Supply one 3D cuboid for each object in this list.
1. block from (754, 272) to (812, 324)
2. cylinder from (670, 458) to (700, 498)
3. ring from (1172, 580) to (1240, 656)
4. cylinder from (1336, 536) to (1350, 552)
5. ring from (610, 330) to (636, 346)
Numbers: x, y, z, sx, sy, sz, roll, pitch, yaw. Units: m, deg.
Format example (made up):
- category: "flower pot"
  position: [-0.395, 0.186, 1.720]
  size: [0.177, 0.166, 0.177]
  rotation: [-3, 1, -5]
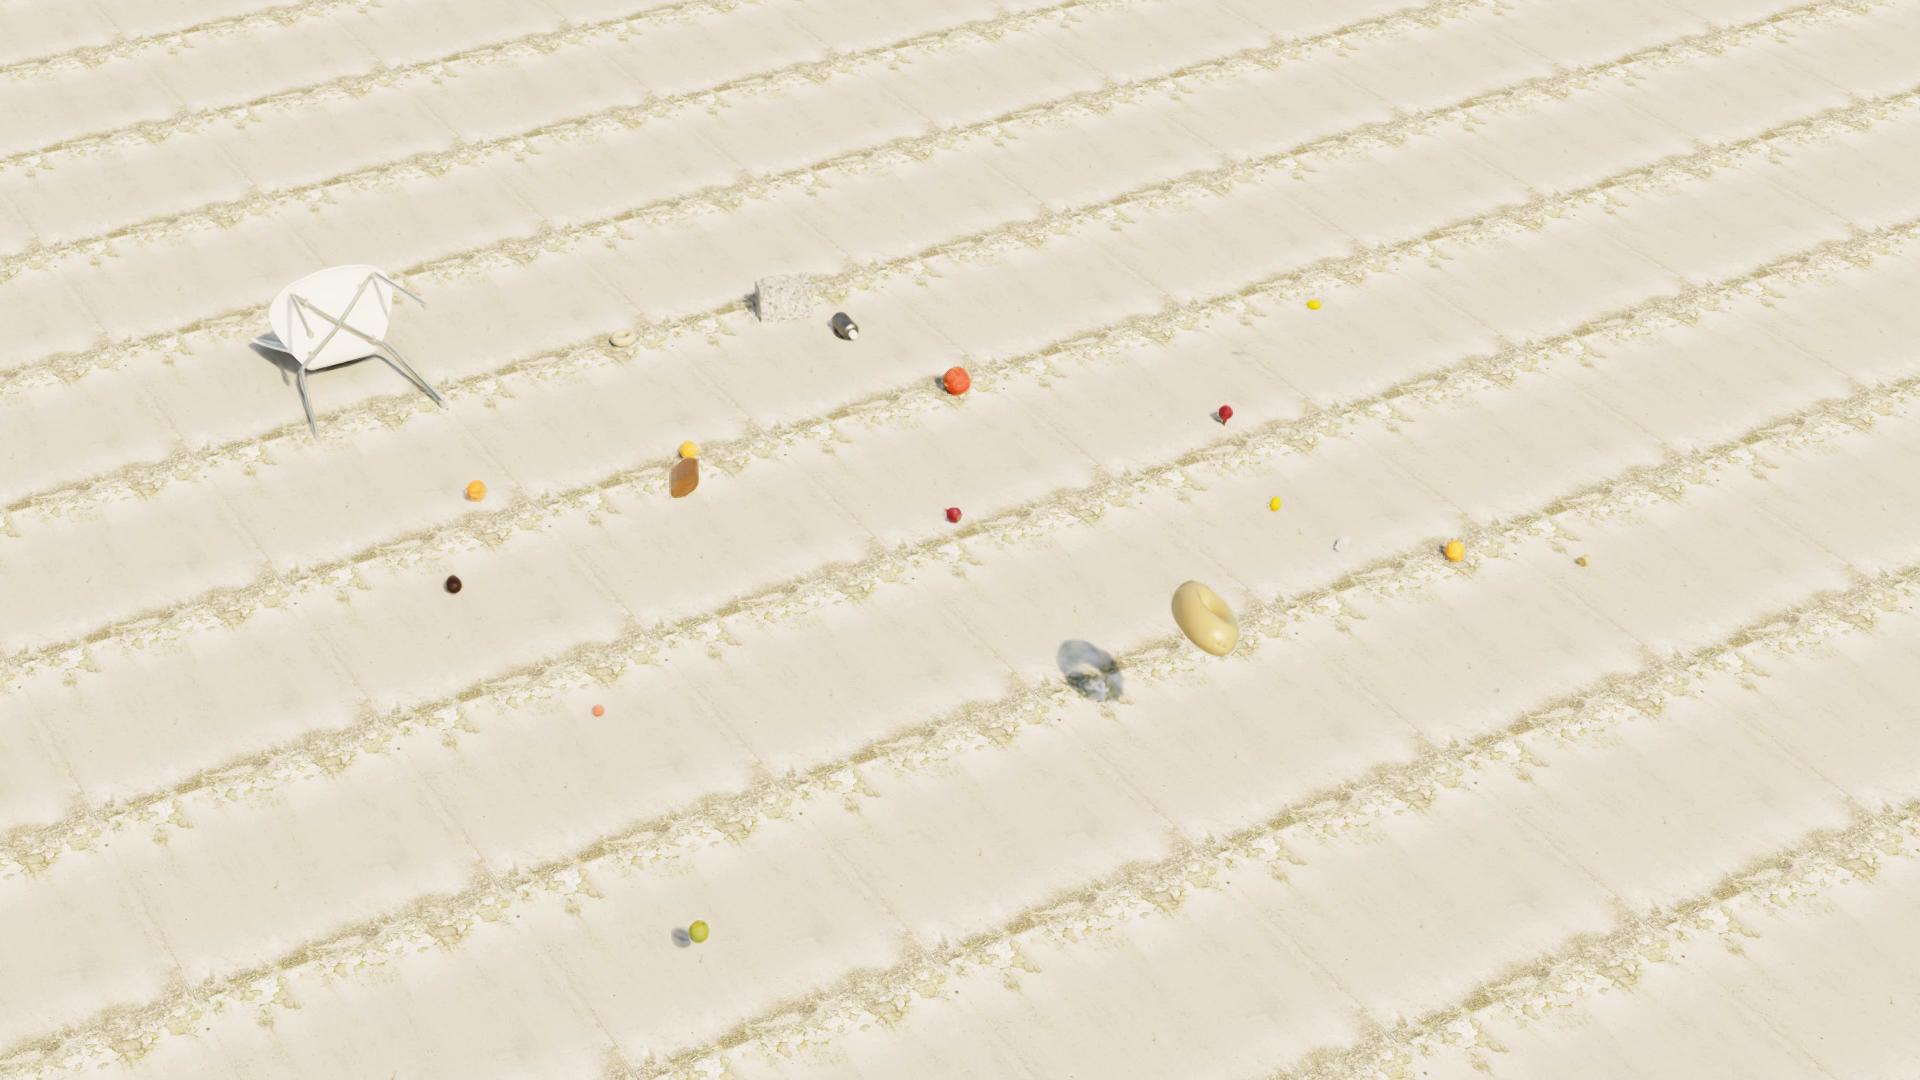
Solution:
- category: "block"
  position: [-0.743, -1.019, 12.347]
  size: [0.221, 0.158, 0.117]
  rotation: [-9, 34, -13]
- category: "cylinder"
  position: [-1.052, -0.239, 11.219]
  size: [0.131, 0.069, 0.133]
  rotation: [-35, 29, 17]
- category: "ring"
  position: [0.783, 0.249, 9.366]
  size: [0.207, 0.114, 0.380]
  rotation: [26, 19, -23]
- category: "cylinder"
  position: [1.422, 0.014, 10.879]
  size: [0.045, 0.049, 0.046]
  rotation: [30, 37, -1]
- category: "ring"
  position: [-1.399, -0.839, 12.183]
  size: [0.103, 0.040, 0.116]
  rotation: [20, 37, 25]
